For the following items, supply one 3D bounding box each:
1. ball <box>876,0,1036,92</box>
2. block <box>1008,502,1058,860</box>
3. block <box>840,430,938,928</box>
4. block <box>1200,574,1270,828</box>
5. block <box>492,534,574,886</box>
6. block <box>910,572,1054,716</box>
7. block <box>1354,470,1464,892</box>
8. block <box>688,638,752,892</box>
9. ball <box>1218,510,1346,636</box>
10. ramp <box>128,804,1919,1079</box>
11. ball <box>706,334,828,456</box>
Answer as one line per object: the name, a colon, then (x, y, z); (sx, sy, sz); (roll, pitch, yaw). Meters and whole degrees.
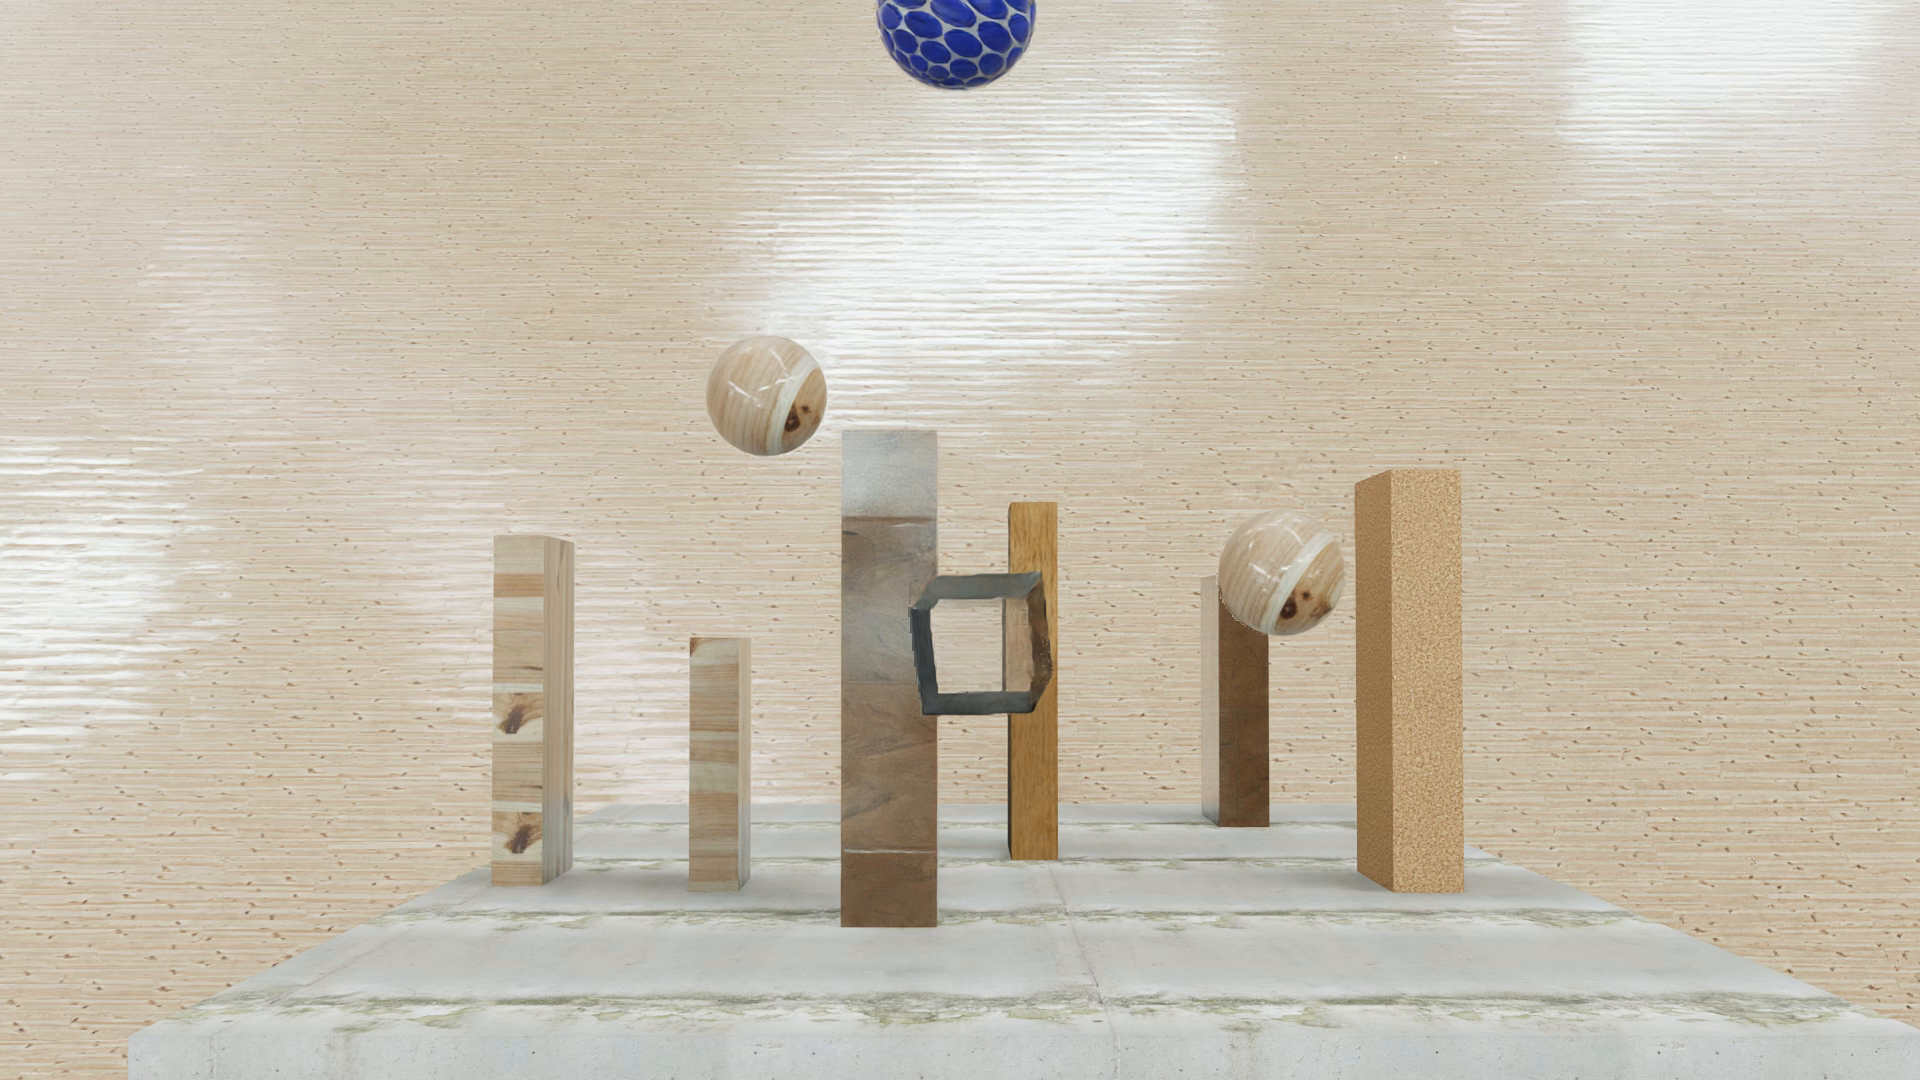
ball: (-0.004, -0.577, 2.830); (0.175, 0.175, 0.175); (0, 36, 0)
block: (0.148, 0.287, 5.365); (0.092, 0.710, 0.408); (0, -2, 0)
block: (-0.108, 0.217, 4.147); (0.146, 0.759, 0.364); (0, -2, 0)
block: (0.660, 0.381, 6.267); (0.117, 0.588, 0.443); (0, -2, 0)
block: (-0.786, 0.309, 4.803); (0.089, 0.623, 0.372); (0, -2, 0)
block: (0.030, 0.131, 3.297); (0.140, 0.140, 0.140); (-2, 16, 14)
block: (0.809, 0.251, 4.705); (0.122, 0.732, 0.412); (0, -2, 0)
block: (-0.427, 0.394, 4.644); (0.086, 0.441, 0.264); (0, -2, 0)
ball: (0.351, 0.036, 2.837); (0.138, 0.138, 0.138); (0, 36, 0)
ramp: (0.079, 0.674, 4.874); (2.000, 0.100, 4.000); (0, -2, 0)
ball: (-0.196, -0.147, 2.634); (0.123, 0.123, 0.123); (0, 36, 0)
